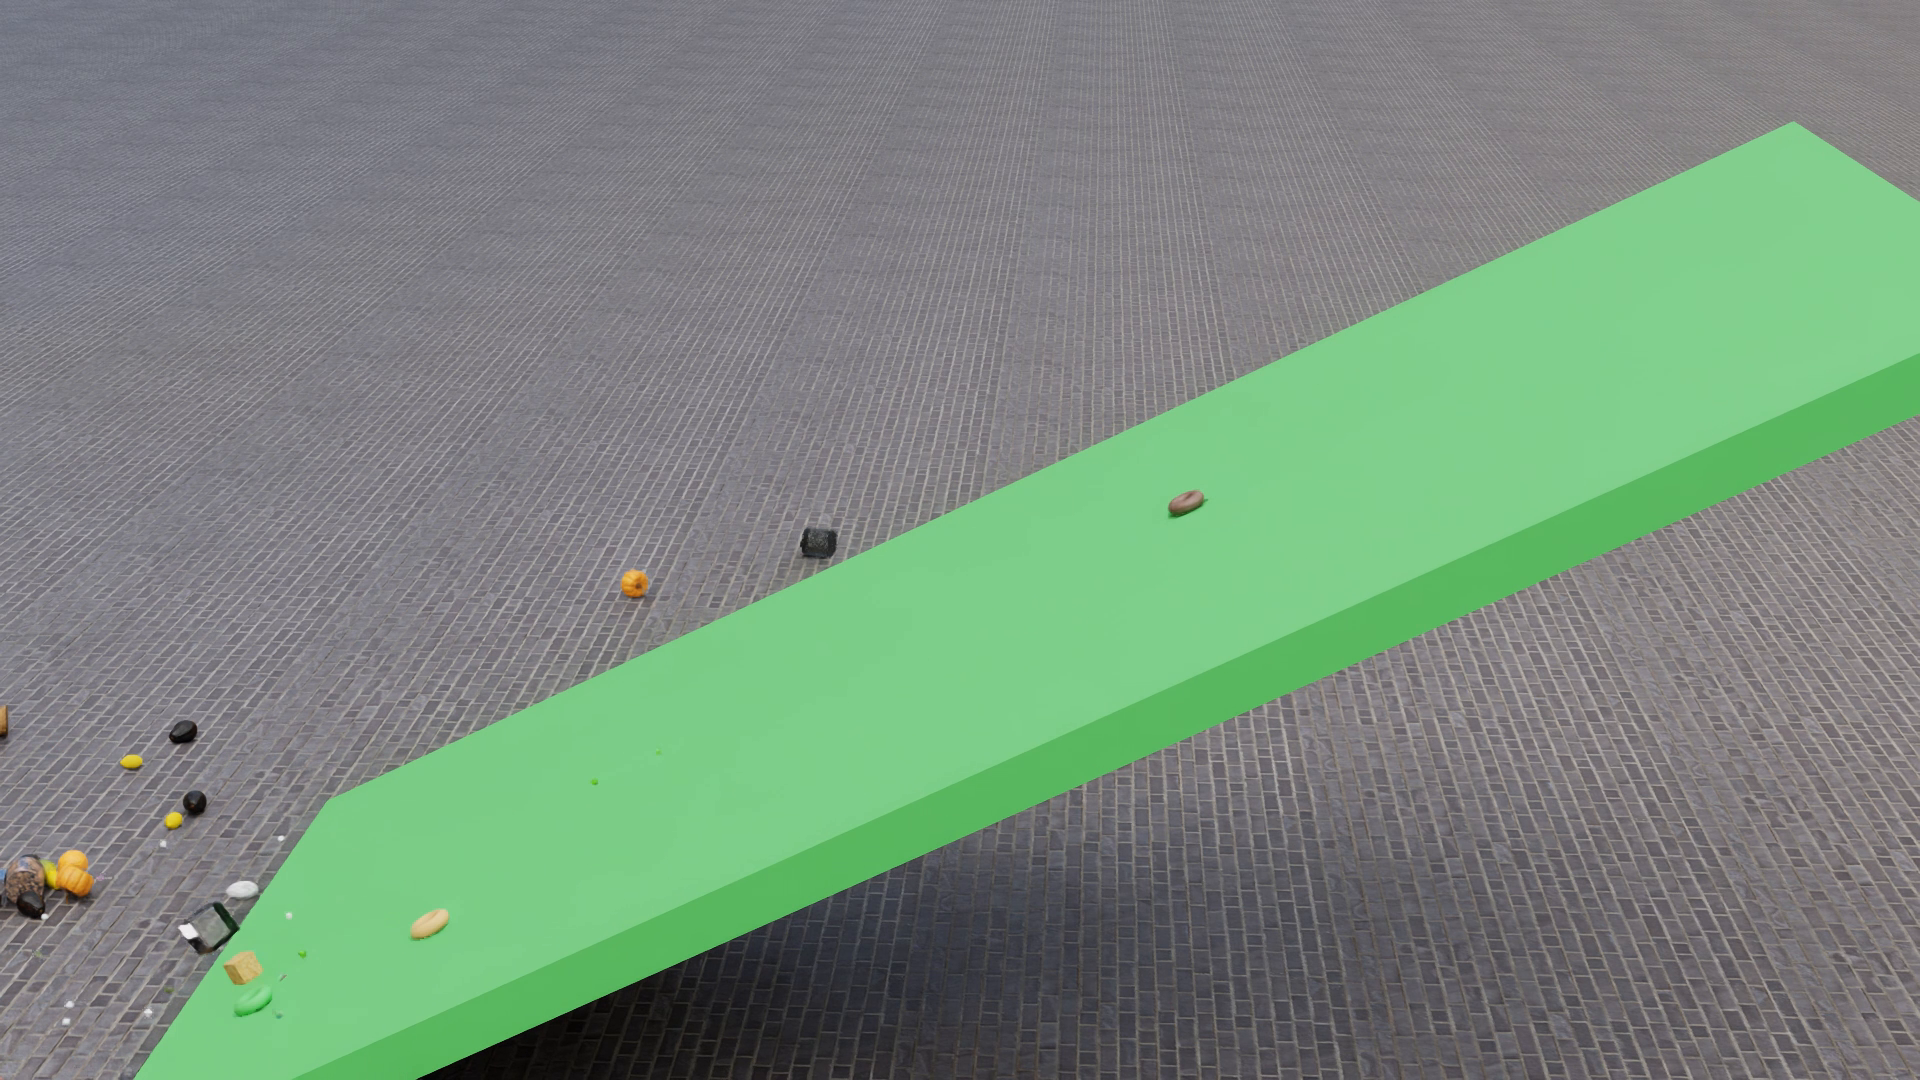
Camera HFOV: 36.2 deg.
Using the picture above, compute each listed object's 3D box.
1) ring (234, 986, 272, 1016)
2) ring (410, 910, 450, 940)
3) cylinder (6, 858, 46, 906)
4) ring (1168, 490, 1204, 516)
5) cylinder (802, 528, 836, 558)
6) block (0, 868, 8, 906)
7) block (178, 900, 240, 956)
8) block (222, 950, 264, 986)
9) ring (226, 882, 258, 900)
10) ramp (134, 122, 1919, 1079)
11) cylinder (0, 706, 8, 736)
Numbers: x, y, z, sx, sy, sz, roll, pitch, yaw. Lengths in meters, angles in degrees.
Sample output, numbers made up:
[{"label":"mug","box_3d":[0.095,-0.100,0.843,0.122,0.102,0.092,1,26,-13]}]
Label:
[{"label":"ring","box_3d":[-1.471,0.959,6.122,0.087,0.029,0.087,-25,15,7]},{"label":"ring","box_3d":[-1.087,0.788,6.025,0.089,0.030,0.089,-27,13,7]},{"label":"cylinder","box_3d":[-2.278,0.831,7.171,0.090,0.090,0.090,-4,17,-13]},{"label":"ring","box_3d":[0.483,-0.080,6.274,0.084,0.028,0.084,-25,15,7]},{"label":"cylinder","box_3d":[-0.478,0.009,9.977,0.092,0.092,0.092,6,17,20]},{"label":"block","box_3d":[-2.356,0.847,7.158,0.067,0.067,0.067,-4,17,-13]},{"label":"block","box_3d":[-1.726,0.892,6.762,0.083,0.083,0.083,-19,19,49]},{"label":"block","box_3d":[-1.546,0.924,6.346,0.052,0.052,0.052,-12,20,48]},{"label":"ring","box_3d":[-1.755,0.857,7.196,0.077,0.026,0.077,-1,15,0]},{"label":"ramp","box_3d":[0.138,0.168,6.281,4.000,0.100,2.000,-25,14,10]},{"label":"cylinder","box_3d":[-2.723,0.512,8.271,0.084,0.084,0.084,-4,17,-13]}]
